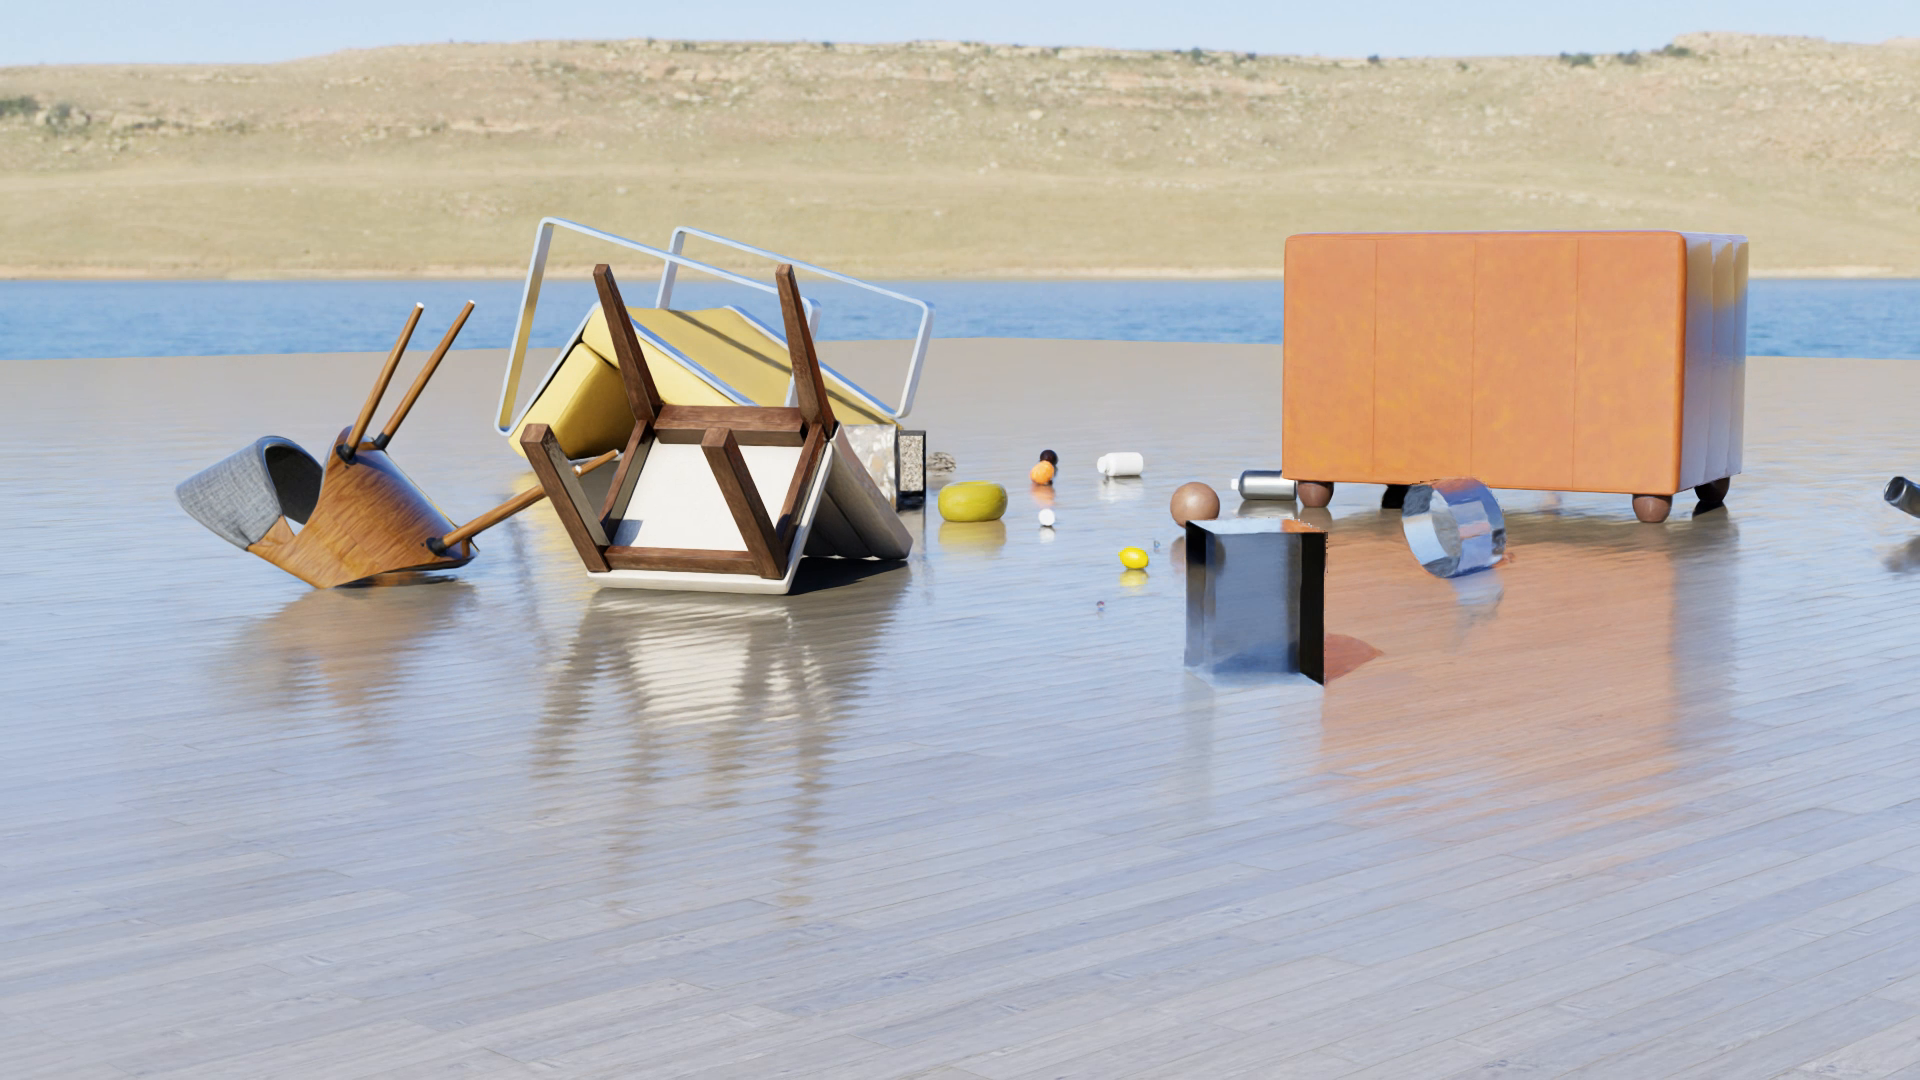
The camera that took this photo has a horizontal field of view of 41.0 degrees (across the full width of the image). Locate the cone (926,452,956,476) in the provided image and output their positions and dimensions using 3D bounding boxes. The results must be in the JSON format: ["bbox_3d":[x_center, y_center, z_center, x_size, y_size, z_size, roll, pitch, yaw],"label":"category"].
[{"bbox_3d":[-0.069,-0.237,8.520,0.106,0.082,0.111,6,-15,-4],"label":"cone"}]

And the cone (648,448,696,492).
[{"bbox_3d":[-0.919,-0.186,7.895,0.173,0.152,0.130,19,45,25],"label":"cone"}]

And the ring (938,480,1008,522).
[{"bbox_3d":[0.035,-0.104,6.938,0.170,0.101,0.226,3,8,35],"label":"ring"}]

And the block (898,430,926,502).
[{"bbox_3d":[-0.254,-0.220,7.605,0.298,0.194,0.274,0,6,1],"label":"block"}]

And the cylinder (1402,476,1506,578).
[{"bbox_3d":[1.105,-0.032,5.727,0.122,0.214,0.269,-23,-7,32],"label":"cylinder"}]

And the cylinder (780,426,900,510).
[{"bbox_3d":[-0.333,-0.201,7.170,0.316,0.263,0.171,0,35,4],"label":"cylinder"}]

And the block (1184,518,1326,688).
[{"bbox_3d":[0.482,0.101,4.217,0.178,0.249,0.232,-1,6,-7],"label":"block"}]
